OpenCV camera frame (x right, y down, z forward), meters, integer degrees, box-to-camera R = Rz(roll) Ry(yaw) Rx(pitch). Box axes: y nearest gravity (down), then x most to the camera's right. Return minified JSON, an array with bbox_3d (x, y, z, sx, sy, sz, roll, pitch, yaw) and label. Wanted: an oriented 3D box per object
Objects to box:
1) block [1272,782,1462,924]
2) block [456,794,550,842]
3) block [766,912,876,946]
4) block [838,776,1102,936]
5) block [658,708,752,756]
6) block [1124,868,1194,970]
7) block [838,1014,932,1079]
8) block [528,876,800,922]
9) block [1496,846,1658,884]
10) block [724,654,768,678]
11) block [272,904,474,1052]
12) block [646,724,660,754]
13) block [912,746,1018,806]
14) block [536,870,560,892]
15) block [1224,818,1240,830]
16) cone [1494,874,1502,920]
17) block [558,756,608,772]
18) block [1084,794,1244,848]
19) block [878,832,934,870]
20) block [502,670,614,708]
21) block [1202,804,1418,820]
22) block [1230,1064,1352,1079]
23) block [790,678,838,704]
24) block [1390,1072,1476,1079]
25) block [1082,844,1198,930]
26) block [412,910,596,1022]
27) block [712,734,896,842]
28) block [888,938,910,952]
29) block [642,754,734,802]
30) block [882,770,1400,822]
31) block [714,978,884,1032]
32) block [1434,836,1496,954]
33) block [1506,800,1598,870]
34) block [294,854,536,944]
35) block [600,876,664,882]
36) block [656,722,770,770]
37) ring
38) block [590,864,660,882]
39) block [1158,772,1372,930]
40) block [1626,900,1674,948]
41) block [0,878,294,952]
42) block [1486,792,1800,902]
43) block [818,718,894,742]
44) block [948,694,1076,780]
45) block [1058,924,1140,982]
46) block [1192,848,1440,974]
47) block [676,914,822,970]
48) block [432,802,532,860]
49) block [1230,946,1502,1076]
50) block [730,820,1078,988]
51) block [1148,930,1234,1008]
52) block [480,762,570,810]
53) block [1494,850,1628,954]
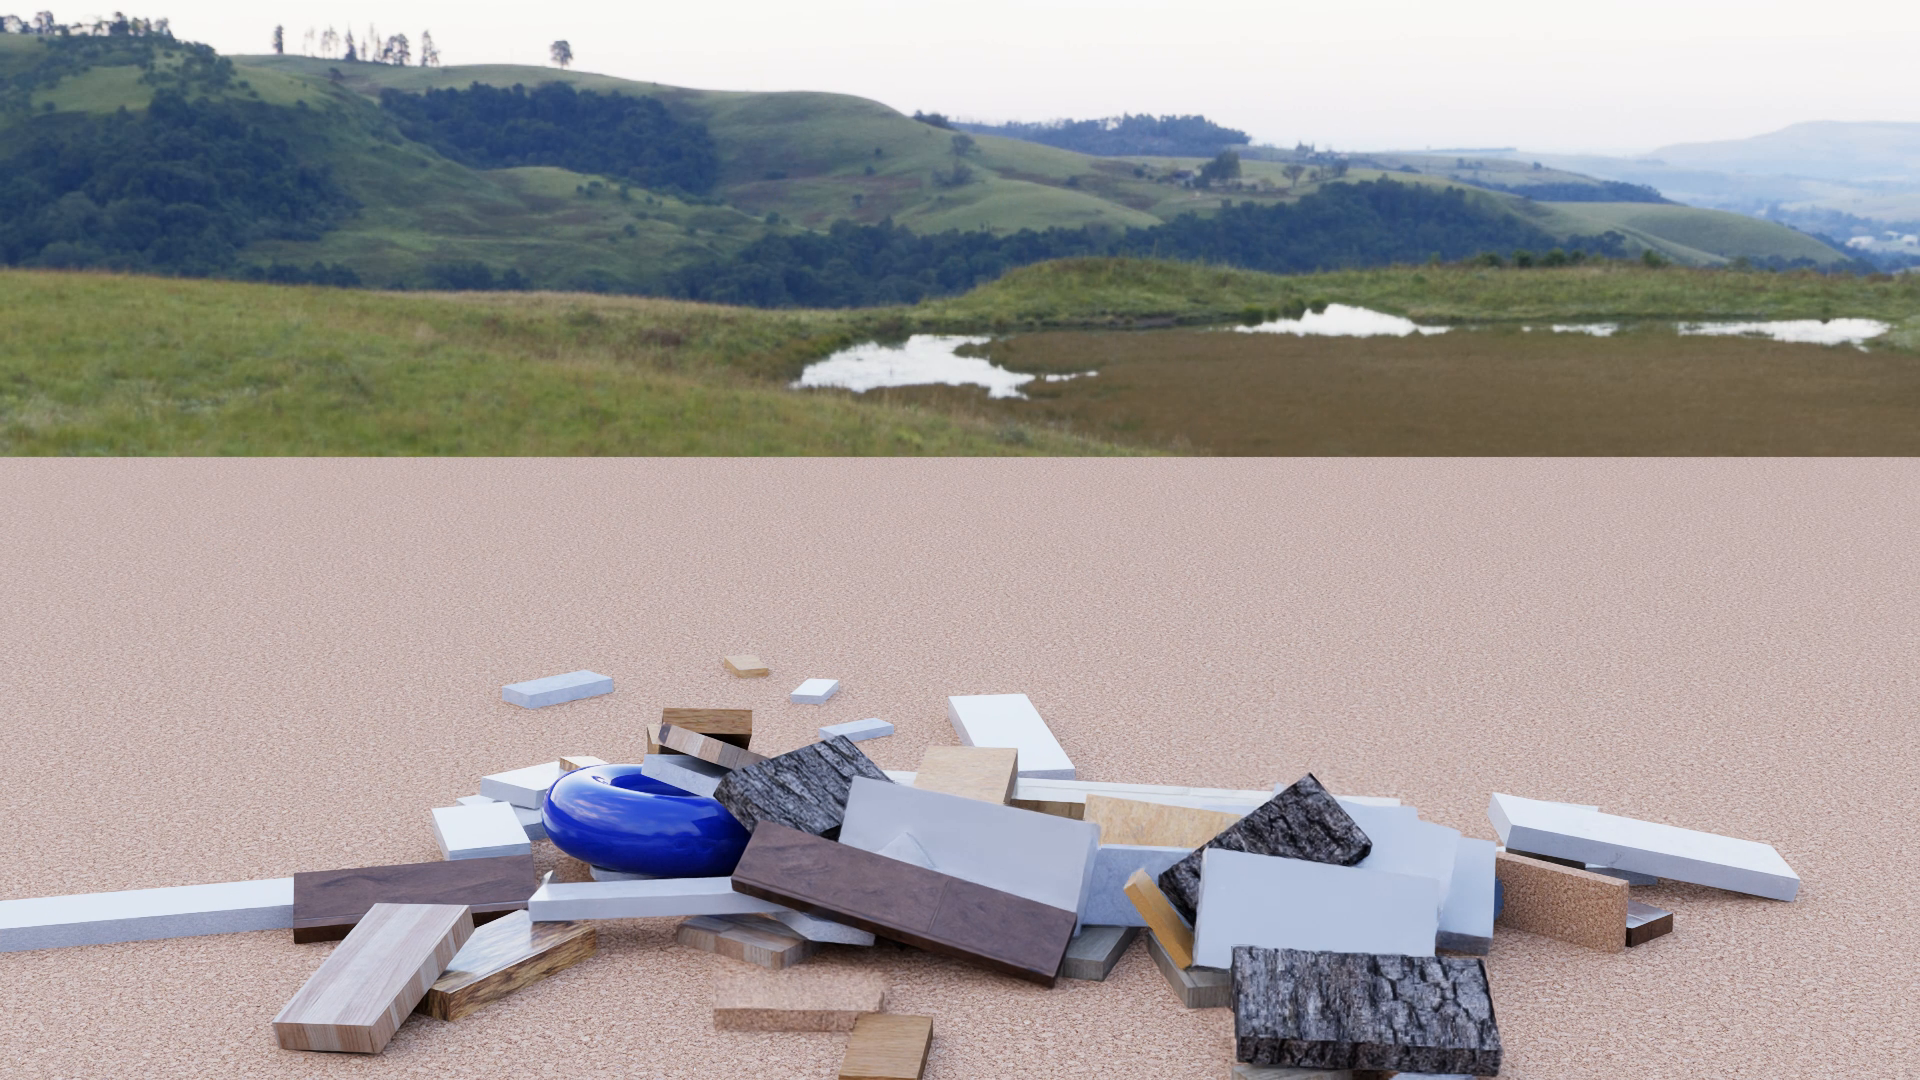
[{"bbox_3d":[0.613,0.482,3.401,0.292,0.041,0.146,14,51,13],"label":"block"},{"bbox_3d":[-0.828,0.507,4.030,0.111,0.031,0.221,-7,13,-34],"label":"block"},{"bbox_3d":[-0.218,0.593,3.435,0.104,0.029,0.207,10,-1,-24],"label":"block"},{"bbox_3d":[0.007,0.493,3.442,0.404,0.171,0.049,9,-11,20],"label":"block"},{"bbox_3d":[-0.475,0.386,4.049,0.155,0.044,0.448,2,-19,-9],"label":"block"},{"bbox_3d":[0.301,0.564,3.276,0.021,0.146,0.073,-36,-1,17],"label":"block"},{"bbox_3d":[-0.099,0.701,2.993,0.103,0.029,0.207,1,11,5],"label":"block"},{"bbox_3d":[-0.452,0.560,3.449,0.427,0.033,0.115,-2,4,1],"label":"block"},{"bbox_3d":[1.018,0.557,3.761,0.315,0.031,0.111,0,11,-1],"label":"block"},{"bbox_3d":[-0.504,0.298,5.187,0.071,0.020,0.142,-4,11,-20],"label":"block"},{"bbox_3d":[-0.837,0.624,3.160,0.155,0.044,0.310,-1,22,15],"label":"block"},{"bbox_3d":[-0.606,0.421,4.377,0.021,0.074,0.148,-2,11,-12],"label":"block"},{"bbox_3d":[0.007,0.444,3.942,0.167,0.047,0.335,1,12,6],"label":"block"},{"bbox_3d":[-0.663,0.580,3.575,0.015,0.053,0.106,-27,10,3],"label":"block"},{"bbox_3d":[0.530,0.506,3.432,0.239,0.034,0.120,6,49,6],"label":"block"},{"bbox_3d":[0.800,0.582,3.560,0.127,0.127,0.127,0,-16,1],"label":"cone"},{"bbox_3d":[-0.695,0.441,4.193,0.074,0.021,0.148,4,6,-40],"label":"block"},{"bbox_3d":[0.368,0.519,3.541,0.353,0.050,0.176,7,49,5],"label":"block"},{"bbox_3d":[-0.072,0.533,3.412,0.146,0.073,0.021,52,3,27],"label":"block"},{"bbox_3d":[-0.905,0.336,4.953,0.221,0.031,0.111,-10,14,-43],"label":"block"},{"bbox_3d":[0.575,0.523,3.607,0.353,0.050,0.176,0,48,5],"label":"block"},{"bbox_3d":[0.443,0.715,2.941,0.146,0.021,0.073,-5,12,-27],"label":"block"},{"bbox_3d":[-0.326,0.341,4.955,0.071,0.020,0.142,2,11,12],"label":"block"},{"bbox_3d":[0.611,0.722,2.898,0.073,0.021,0.146,10,14,40],"label":"block"},{"bbox_3d":[0.265,0.539,3.428,0.239,0.120,0.034,2,1,9],"label":"block"},{"bbox_3d":[-0.709,0.636,3.303,0.155,0.044,0.310,7,12,31],"label":"block"},{"bbox_3d":[-0.245,0.429,3.684,0.167,0.047,0.335,41,26,21],"label":"block"},{"bbox_3d":[-0.115,0.559,3.385,0.073,0.021,0.146,-42,61,-17],"label":"block"},{"bbox_3d":[-0.415,0.415,3.767,0.245,0.035,0.122,14,3,36],"label":"block"},{"bbox_3d":[0.286,0.477,3.980,0.999,0.037,0.131,2,11,12],"label":"block"},{"bbox_3d":[-0.230,0.668,3.160,0.232,0.033,0.116,0,10,2],"label":"block"},{"bbox_3d":[0.657,0.536,3.458,0.353,0.050,0.176,7,50,8],"label":"block"},{"bbox_3d":[1.030,0.511,3.820,0.131,0.037,0.262,4,11,20],"label":"block"},{"bbox_3d":[-0.871,0.574,3.525,0.376,0.035,0.122,-3,37,-14],"label":"block"},{"bbox_3d":[-0.551,0.579,3.687,0.106,0.015,0.053,0,11,-2],"label":"block"},{"bbox_3d":[-0.393,0.378,3.822,0.135,0.038,0.269,14,-8,32],"label":"block"},{"bbox_3d":[-0.518,0.481,3.790,0.404,0.135,0.404,7,4,0],"label":"ring"},{"bbox_3d":[-0.561,0.557,3.677,0.106,0.015,0.053,4,3,-20],"label":"block"},{"bbox_3d":[0.464,0.493,3.343,0.293,0.041,0.146,-31,60,-15],"label":"block"},{"bbox_3d":[1.019,0.598,3.542,0.111,0.031,0.222,-8,13,-38],"label":"block"},{"bbox_3d":[-1.193,0.593,3.546,0.801,0.038,0.135,-3,11,-14],"label":"block"},{"bbox_3d":[1.141,0.514,3.686,0.488,0.041,0.146,11,14,-2],"label":"block"},{"bbox_3d":[-0.218,0.402,4.626,0.142,0.020,0.071,-8,13,-36],"label":"block"},{"bbox_3d":[0.098,0.412,4.496,0.167,0.047,0.577,-1,11,-8],"label":"block"},{"bbox_3d":[0.196,0.622,3.409,0.115,0.033,0.230,4,11,18],"label":"block"},{"bbox_3d":[0.520,0.562,3.219,0.343,0.171,0.049,8,-17,-1],"label":"block"},{"bbox_3d":[-0.329,0.620,3.428,0.207,0.029,0.104,7,13,34],"label":"block"},{"bbox_3d":[-0.828,0.511,3.797,0.135,0.038,0.269,-4,9,-19],"label":"block"},{"bbox_3d":[0.545,0.636,2.977,0.343,0.049,0.171,3,33,2],"label":"block"},{"bbox_3d":[-0.086,0.550,3.344,0.518,0.033,0.116,15,50,13],"label":"block"},{"bbox_3d":[0.367,0.641,3.305,0.116,0.033,0.232,-2,11,-9],"label":"block"},{"bbox_3d":[-0.781,0.461,4.145,0.122,0.035,0.245,10,5,23],"label":"block"},{"bbox_3d":[0.940,0.570,3.470,0.222,0.111,0.031,9,14,41],"label":"block"}]
